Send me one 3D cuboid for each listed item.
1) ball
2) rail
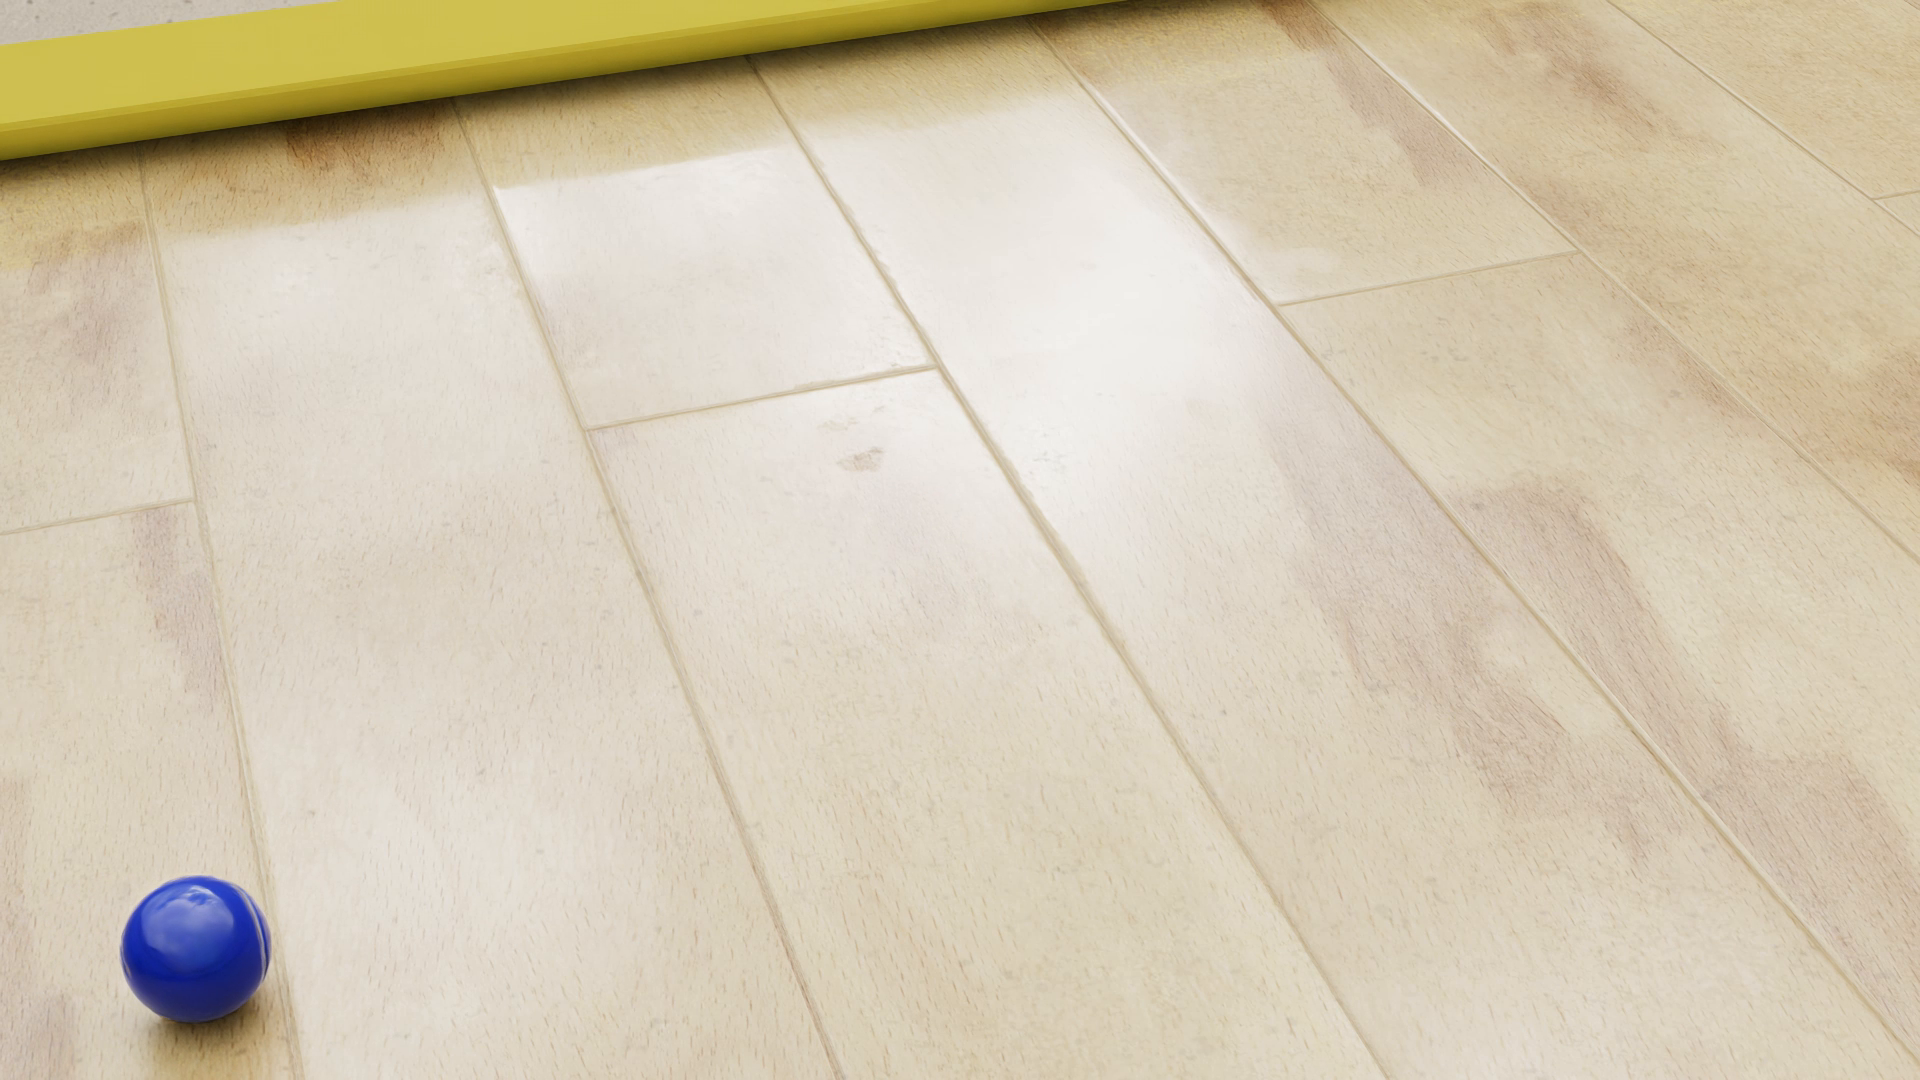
[{"bbox_3d":[-0.375,0.201,1.262,0.072,0.072,0.072,0,36,0],"label":"ball"},{"bbox_3d":[0.415,-0.555,2.292,2.754,0.094,0.045,-11,37,-15],"label":"rail"}]
